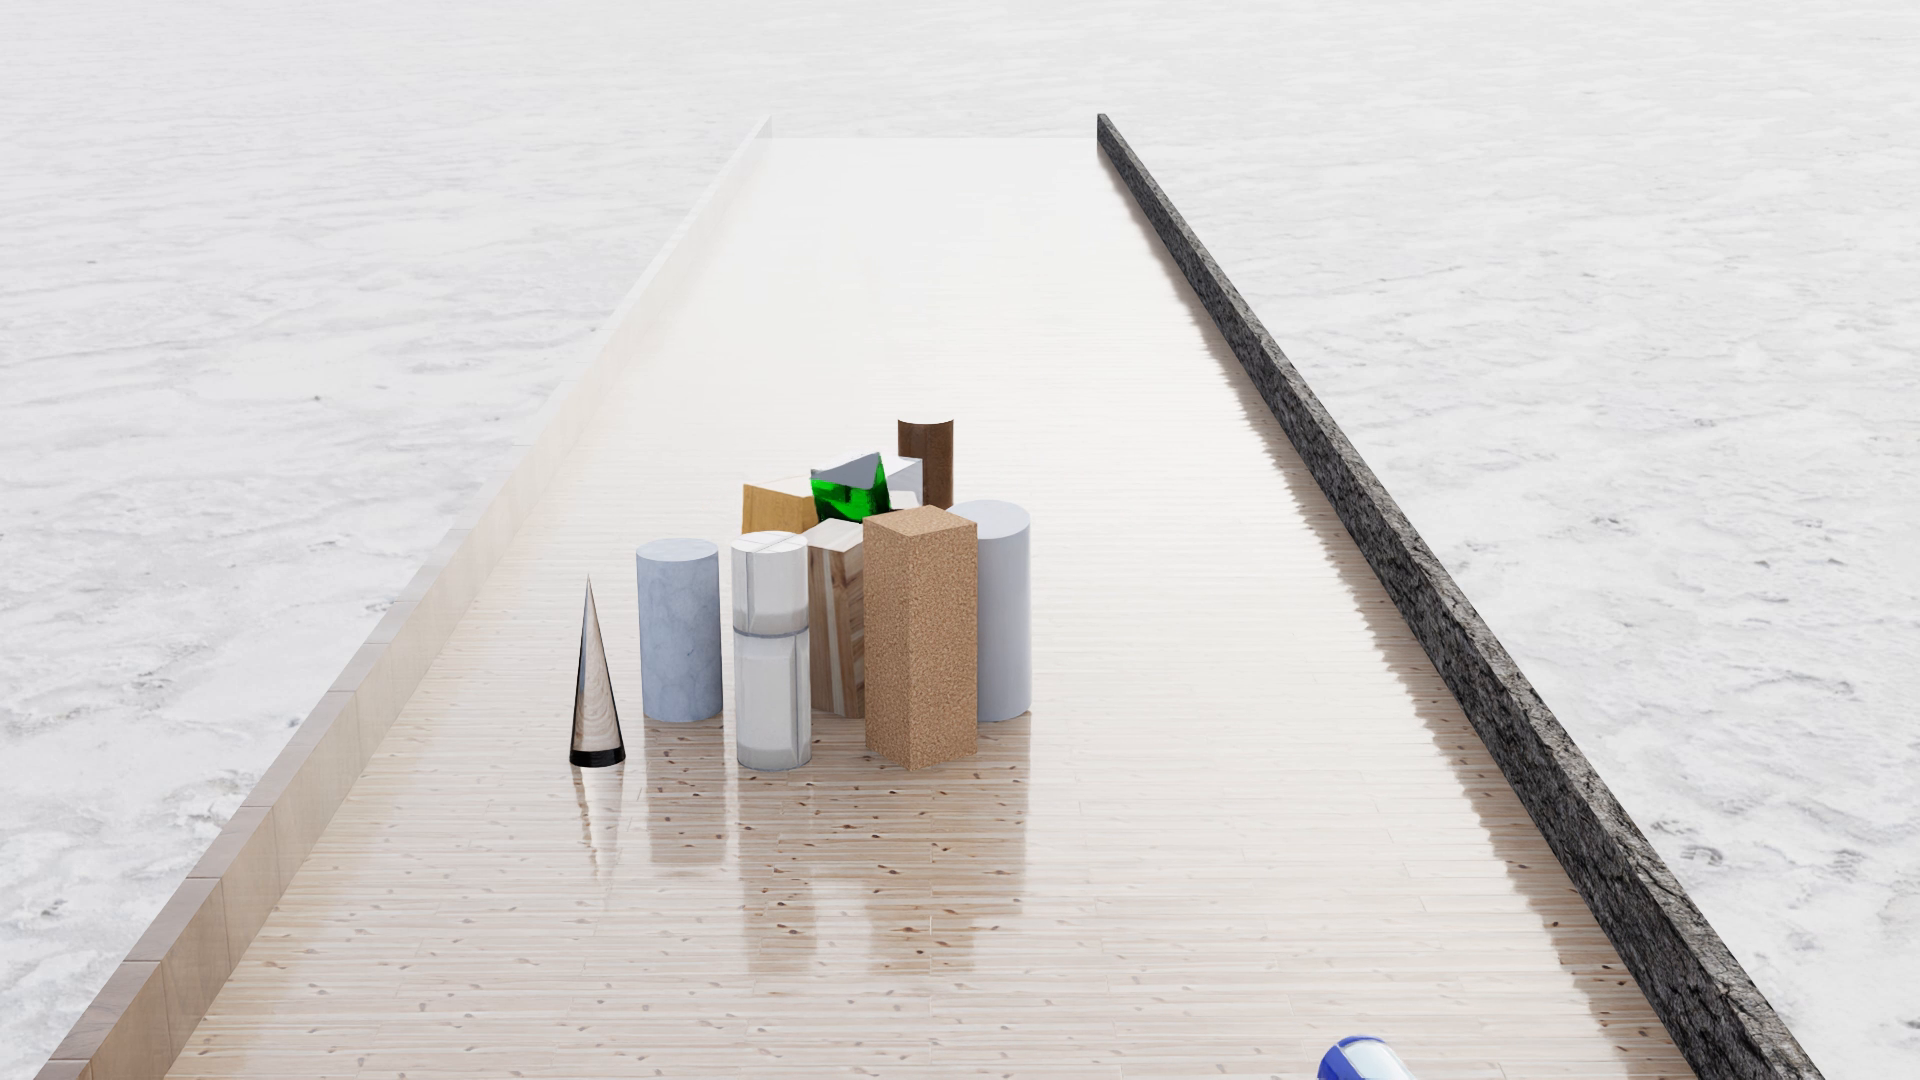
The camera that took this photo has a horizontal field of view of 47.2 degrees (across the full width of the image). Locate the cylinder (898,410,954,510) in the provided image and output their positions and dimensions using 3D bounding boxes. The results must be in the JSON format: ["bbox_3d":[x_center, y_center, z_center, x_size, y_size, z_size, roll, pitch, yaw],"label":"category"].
[{"bbox_3d":[-0.075,-0.090,4.873,0.125,0.374,0.125,0,17,0],"label":"cylinder"}]

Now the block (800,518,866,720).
[{"bbox_3d":[-0.217,0.147,4.120,0.126,0.338,0.126,11,26,32],"label":"block"}]

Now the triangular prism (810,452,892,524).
[{"bbox_3d":[-0.152,0.053,4.235,0.145,0.444,0.125,11,36,34],"label":"triangular prism"}]

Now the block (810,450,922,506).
[{"bbox_3d":[-0.196,-0.001,4.651,0.173,0.331,0.173,8,18,25],"label":"block"}]

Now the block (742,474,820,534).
[{"bbox_3d":[-0.324,0.059,4.402,0.162,0.346,0.162,13,17,37],"label":"block"}]

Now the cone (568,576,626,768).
[{"bbox_3d":[-0.647,0.221,3.874,0.101,0.348,0.101,0,17,0],"label":"cone"}]

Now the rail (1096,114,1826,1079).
[{"bbox_3d":[0.932,-0.844,7.801,0.050,0.150,12.000,0,17,-1],"label":"rail"}]

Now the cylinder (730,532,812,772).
[{"bbox_3d":[-0.331,0.195,3.866,0.133,0.401,0.133,0,17,0],"label":"cylinder"}]

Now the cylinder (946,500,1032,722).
[{"bbox_3d":[0.051,0.132,4.077,0.164,0.380,0.164,-1,27,1],"label":"cylinder"}]

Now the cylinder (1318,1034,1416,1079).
[{"bbox_3d":[0.547,0.728,2.595,0.104,0.104,0.403,-4,17,-13],"label":"cylinder"}]

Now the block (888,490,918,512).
[{"bbox_3d":[-0.149,0.074,4.386,0.109,0.326,0.109,1,20,-9],"label":"block"}]

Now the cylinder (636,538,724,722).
[{"bbox_3d":[-0.524,0.167,4.116,0.152,0.313,0.152,0,17,0],"label":"cylinder"}]

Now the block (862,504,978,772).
[{"bbox_3d":[-0.070,0.172,3.896,0.144,0.430,0.144,-11,20,-34],"label":"block"}]

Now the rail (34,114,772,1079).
[{"bbox_3d":[-1.118,-0.838,7.780,0.050,0.150,12.000,0,17,-1],"label":"rail"}]
